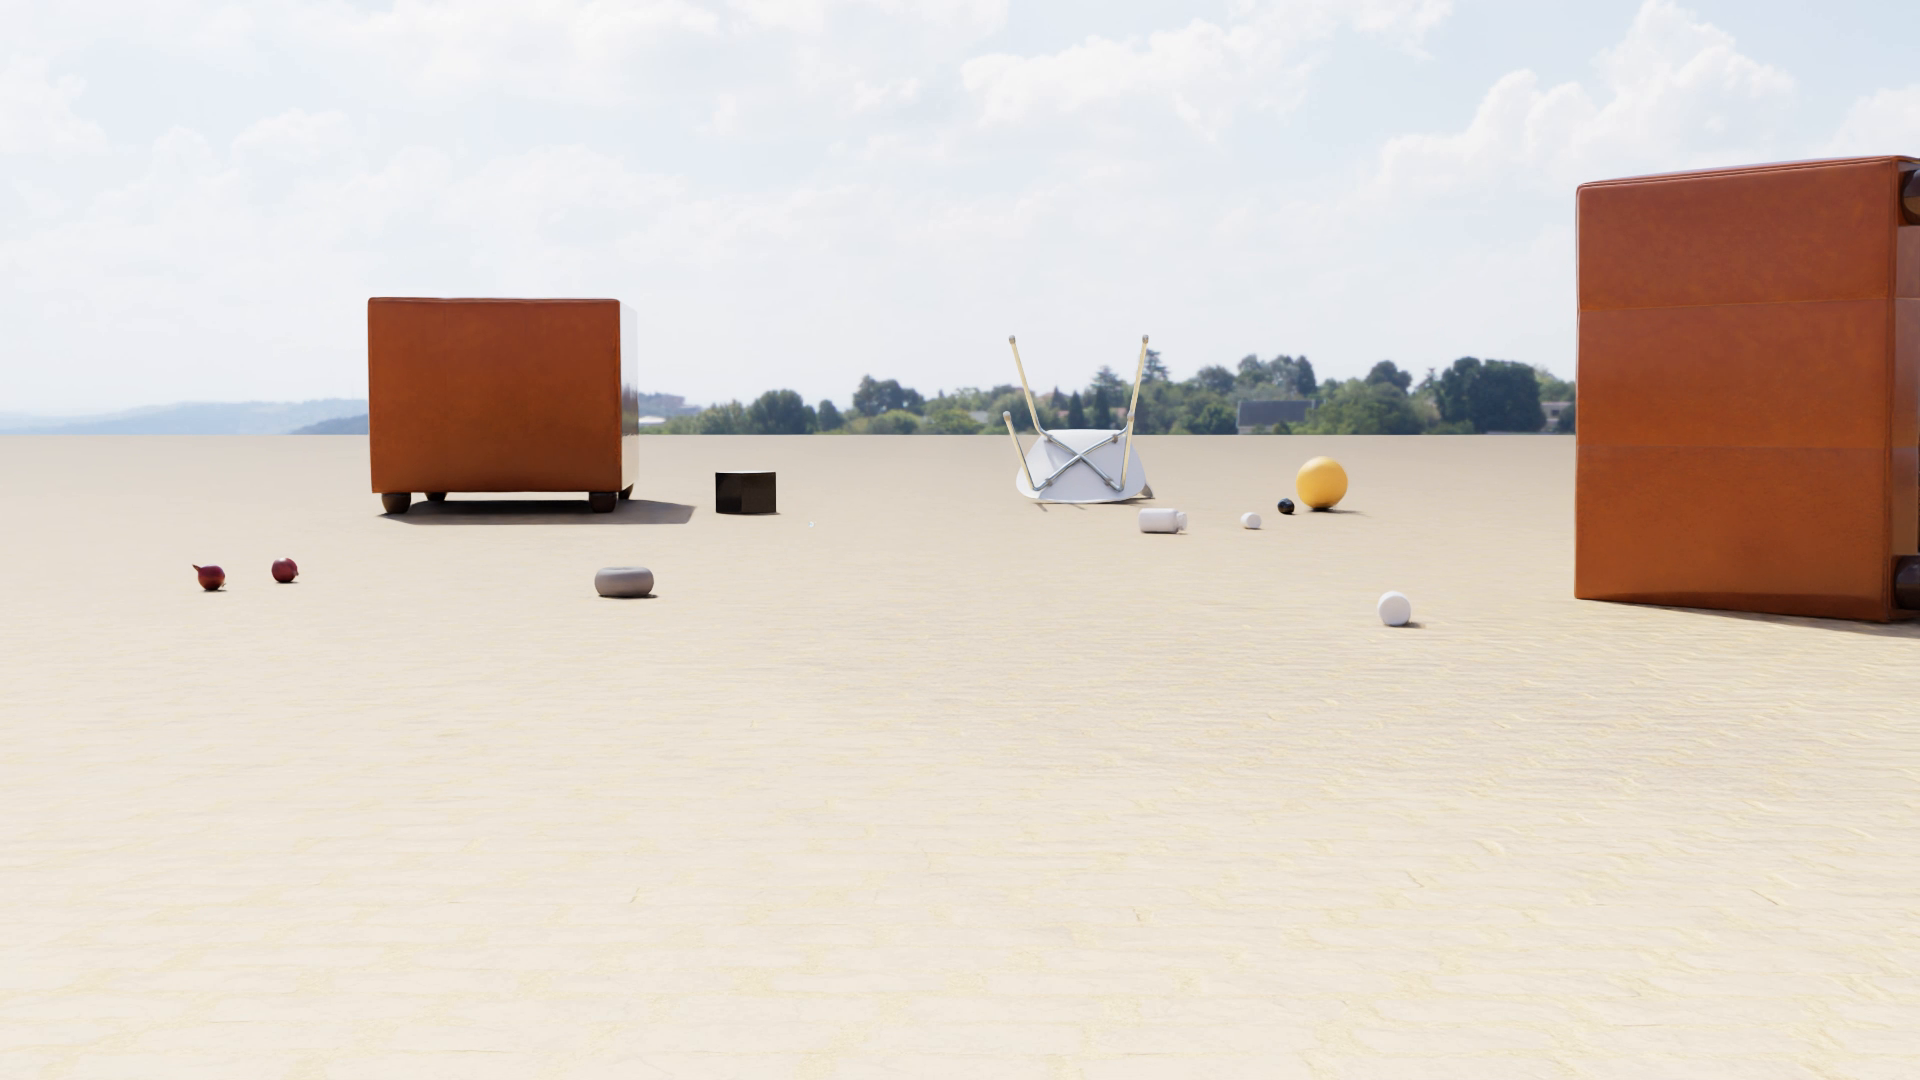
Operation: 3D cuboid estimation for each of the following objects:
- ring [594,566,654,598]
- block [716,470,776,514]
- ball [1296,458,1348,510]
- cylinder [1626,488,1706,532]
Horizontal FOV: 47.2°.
[{"bbox_3d":[-0.732,0.091,4.796,0.126,0.059,0.170,-3,4,-24],"label":"ring"},{"bbox_3d":[-0.777,-0.173,7.984,0.135,0.148,0.175,3,5,40],"label":"block"},{"bbox_3d":[1.342,-0.208,8.167,0.193,0.193,0.193,0,4,0],"label":"ball"},{"bbox_3d":[2.236,-0.094,6.956,0.180,0.122,0.186,-4,-16,-45],"label":"cylinder"}]
